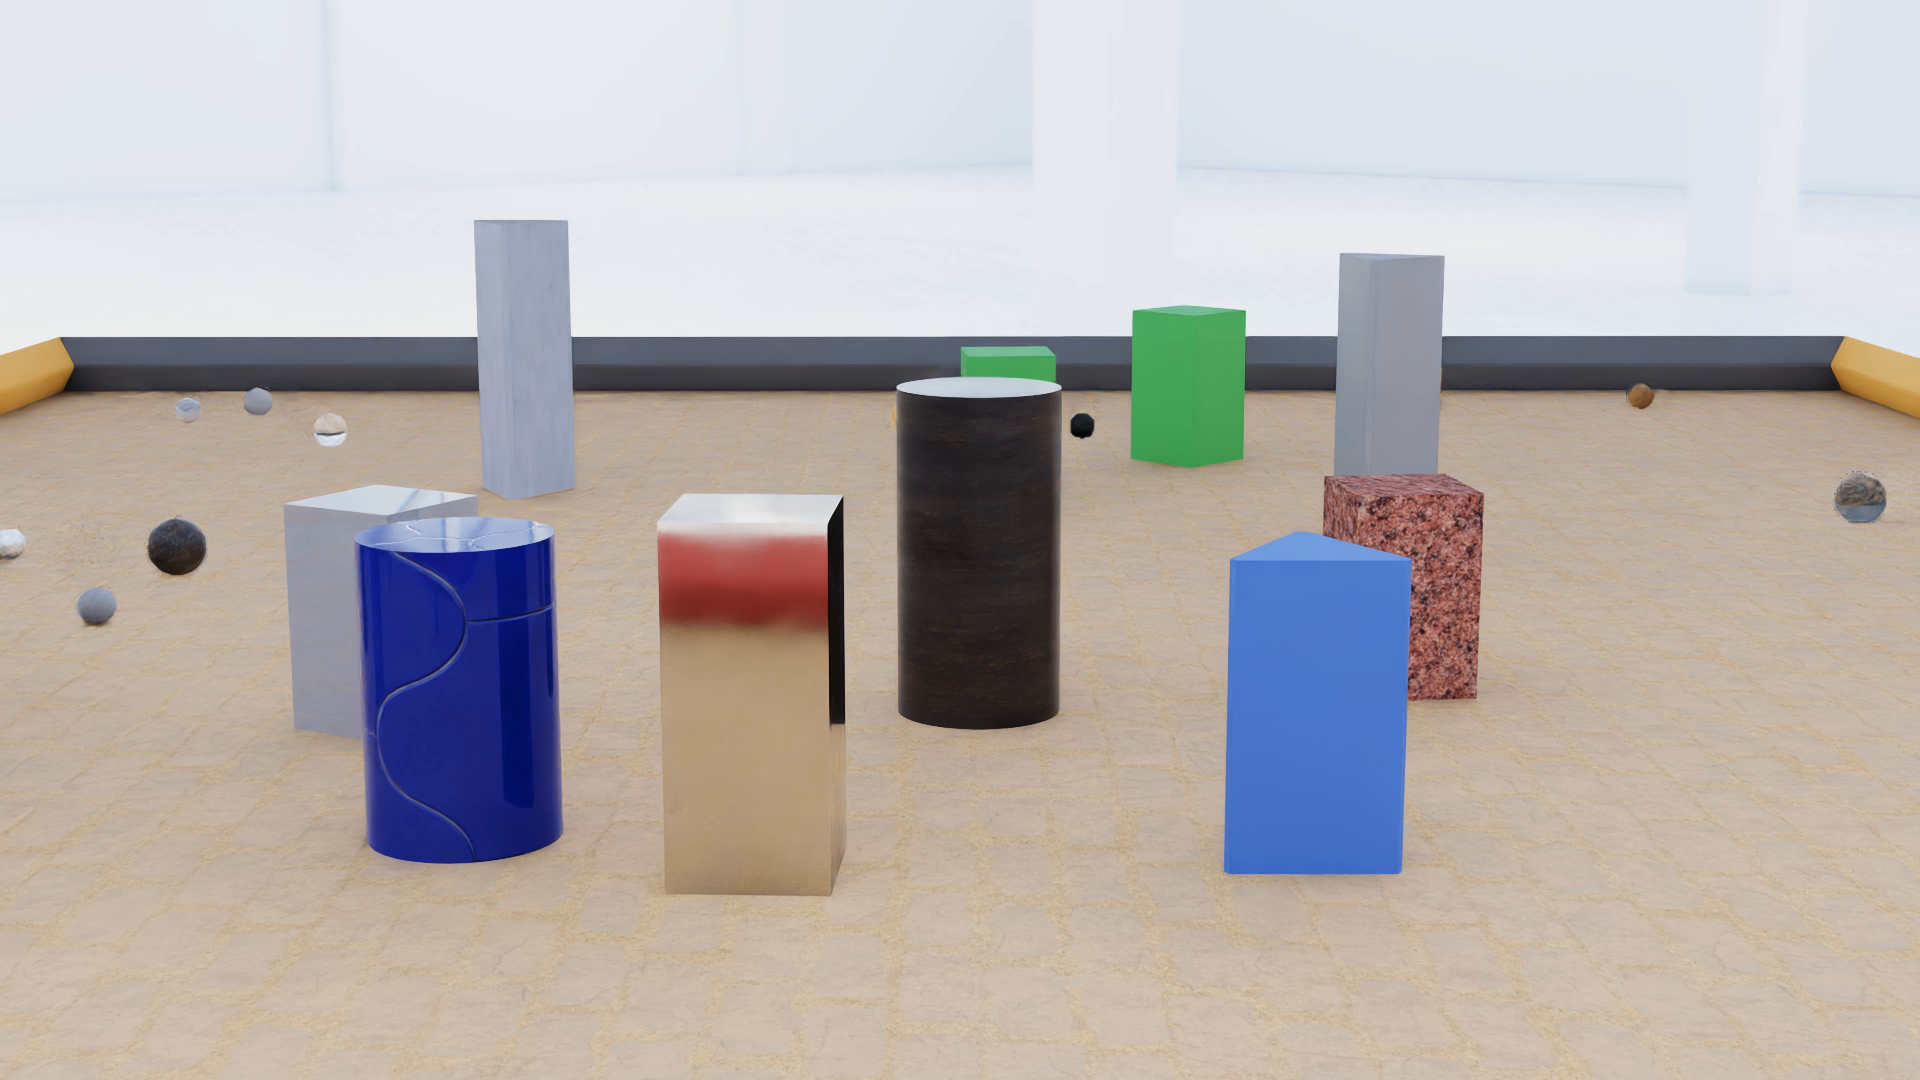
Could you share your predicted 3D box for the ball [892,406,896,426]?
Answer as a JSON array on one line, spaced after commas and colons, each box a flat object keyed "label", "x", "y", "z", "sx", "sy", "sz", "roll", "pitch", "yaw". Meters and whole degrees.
[{"label": "ball", "x": -0.085, "y": -0.242, "z": 4.988, "sx": 0.092, "sy": 0.092, "sz": 0.092, "roll": 0, "pitch": 11, "yaw": 0}]

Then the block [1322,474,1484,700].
[{"label": "block", "x": 0.515, "y": 0.053, "z": 3.006, "sx": 0.147, "sy": 0.240, "sz": 0.147, "roll": -1, "pitch": 11, "yaw": -7}]

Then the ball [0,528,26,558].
[{"label": "ball", "x": -1.405, "y": 0.005, "z": 3.794, "sx": 0.045, "sy": 0.045, "sz": 0.045, "roll": 0, "pitch": 11, "yaw": 0}]

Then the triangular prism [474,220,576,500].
[{"label": "triangular prism", "x": -0.766, "y": -0.312, "z": 4.362, "sx": 0.138, "sy": 0.459, "sz": 0.159, "roll": 7, "pitch": 13, "yaw": 32}]

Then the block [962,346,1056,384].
[{"label": "block", "x": 0.081, "y": -0.199, "z": 4.346, "sx": 0.147, "sy": 0.243, "sz": 0.147, "roll": -1, "pitch": 11, "yaw": -4}]

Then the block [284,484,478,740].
[{"label": "block", "x": -0.635, "y": 0.079, "z": 2.838, "sx": 0.147, "sy": 0.251, "sz": 0.147, "roll": 6, "pitch": 12, "yaw": 29}]

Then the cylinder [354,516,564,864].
[{"label": "cylinder", "x": -0.471, "y": 0.137, "z": 2.419, "sx": 0.184, "sy": 0.291, "sz": 0.184, "roll": 0, "pitch": 11, "yaw": 0}]

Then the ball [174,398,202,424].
[{"label": "ball", "x": -1.568, "y": -0.263, "z": 5.210, "sx": 0.051, "sy": 0.051, "sz": 0.051, "roll": 0, "pitch": 11, "yaw": 0}]

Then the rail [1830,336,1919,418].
[{"label": "rail", "x": 1.965, "y": 0.029, "z": 3.461, "sx": 0.045, "sy": 0.119, "sz": 4.617, "roll": 0, "pitch": 11, "yaw": 0}]

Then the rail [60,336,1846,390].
[{"label": "rail", "x": -0.013, "y": -0.390, "z": 5.696, "sx": 3.978, "sy": 0.119, "sz": 0.045, "roll": 0, "pitch": 11, "yaw": 0}]

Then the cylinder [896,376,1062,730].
[{"label": "cylinder", "x": 0.021, "y": 0.011, "z": 2.884, "sx": 0.184, "sy": 0.368, "sz": 0.184, "roll": 0, "pitch": 11, "yaw": 0}]

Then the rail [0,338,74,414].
[{"label": "rail", "x": -1.965, "y": 0.033, "z": 3.439, "sx": 0.045, "sy": 0.119, "sz": 4.617, "roll": 0, "pitch": 11, "yaw": 0}]

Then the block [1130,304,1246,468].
[{"label": "block", "x": 0.420, "y": -0.285, "z": 4.720, "sx": 0.147, "sy": 0.275, "sz": 0.147, "roll": -10, "pitch": 15, "yaw": -44}]

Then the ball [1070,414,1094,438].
[{"label": "ball", "x": 0.238, "y": -0.222, "z": 4.995, "sx": 0.050, "sy": 0.050, "sz": 0.050, "roll": 0, "pitch": 11, "yaw": 0}]

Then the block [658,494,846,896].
[{"label": "block", "x": -0.184, "y": 0.136, "z": 2.309, "sx": 0.147, "sy": 0.334, "sz": 0.147, "roll": 1, "pitch": 11, "yaw": 3}]

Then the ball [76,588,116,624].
[{"label": "ball", "x": -1.128, "y": 0.086, "z": 3.352, "sx": 0.049, "sy": 0.049, "sz": 0.049, "roll": 0, "pitch": 11, "yaw": 0}]

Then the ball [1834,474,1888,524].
[{"label": "ball", "x": 1.433, "y": -0.066, "z": 4.080, "sx": 0.079, "sy": 0.079, "sz": 0.079, "roll": 0, "pitch": 11, "yaw": 0}]

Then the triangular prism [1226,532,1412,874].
[{"label": "triangular prism", "x": 0.321, "y": 0.147, "z": 2.370, "sx": 0.159, "sy": 0.290, "sz": 0.138, "roll": 0, "pitch": 11, "yaw": 0}]

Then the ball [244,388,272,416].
[{"label": "ball", "x": -1.455, "y": -0.286, "z": 5.315, "sx": 0.058, "sy": 0.058, "sz": 0.058, "roll": 0, "pitch": 11, "yaw": 0}]

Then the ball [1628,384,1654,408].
[{"label": "ball", "x": 1.439, "y": -0.304, "z": 5.424, "sx": 0.053, "sy": 0.053, "sz": 0.053, "roll": 0, "pitch": 11, "yaw": 0}]

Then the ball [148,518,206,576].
[{"label": "ball", "x": -1.120, "y": 0.010, "z": 3.671, "sx": 0.082, "sy": 0.082, "sz": 0.082, "roll": 0, "pitch": 11, "yaw": 0}]

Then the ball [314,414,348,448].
[{"label": "ball", "x": -1.198, "y": -0.209, "z": 4.884, "sx": 0.064, "sy": 0.064, "sz": 0.064, "roll": 0, "pitch": 11, "yaw": 0}]

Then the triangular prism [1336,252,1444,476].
[{"label": "triangular prism", "x": 0.633, "y": -0.221, "z": 3.951, "sx": 0.159, "sy": 0.433, "sz": 0.138, "roll": -8, "pitch": 13, "yaw": -38}]
